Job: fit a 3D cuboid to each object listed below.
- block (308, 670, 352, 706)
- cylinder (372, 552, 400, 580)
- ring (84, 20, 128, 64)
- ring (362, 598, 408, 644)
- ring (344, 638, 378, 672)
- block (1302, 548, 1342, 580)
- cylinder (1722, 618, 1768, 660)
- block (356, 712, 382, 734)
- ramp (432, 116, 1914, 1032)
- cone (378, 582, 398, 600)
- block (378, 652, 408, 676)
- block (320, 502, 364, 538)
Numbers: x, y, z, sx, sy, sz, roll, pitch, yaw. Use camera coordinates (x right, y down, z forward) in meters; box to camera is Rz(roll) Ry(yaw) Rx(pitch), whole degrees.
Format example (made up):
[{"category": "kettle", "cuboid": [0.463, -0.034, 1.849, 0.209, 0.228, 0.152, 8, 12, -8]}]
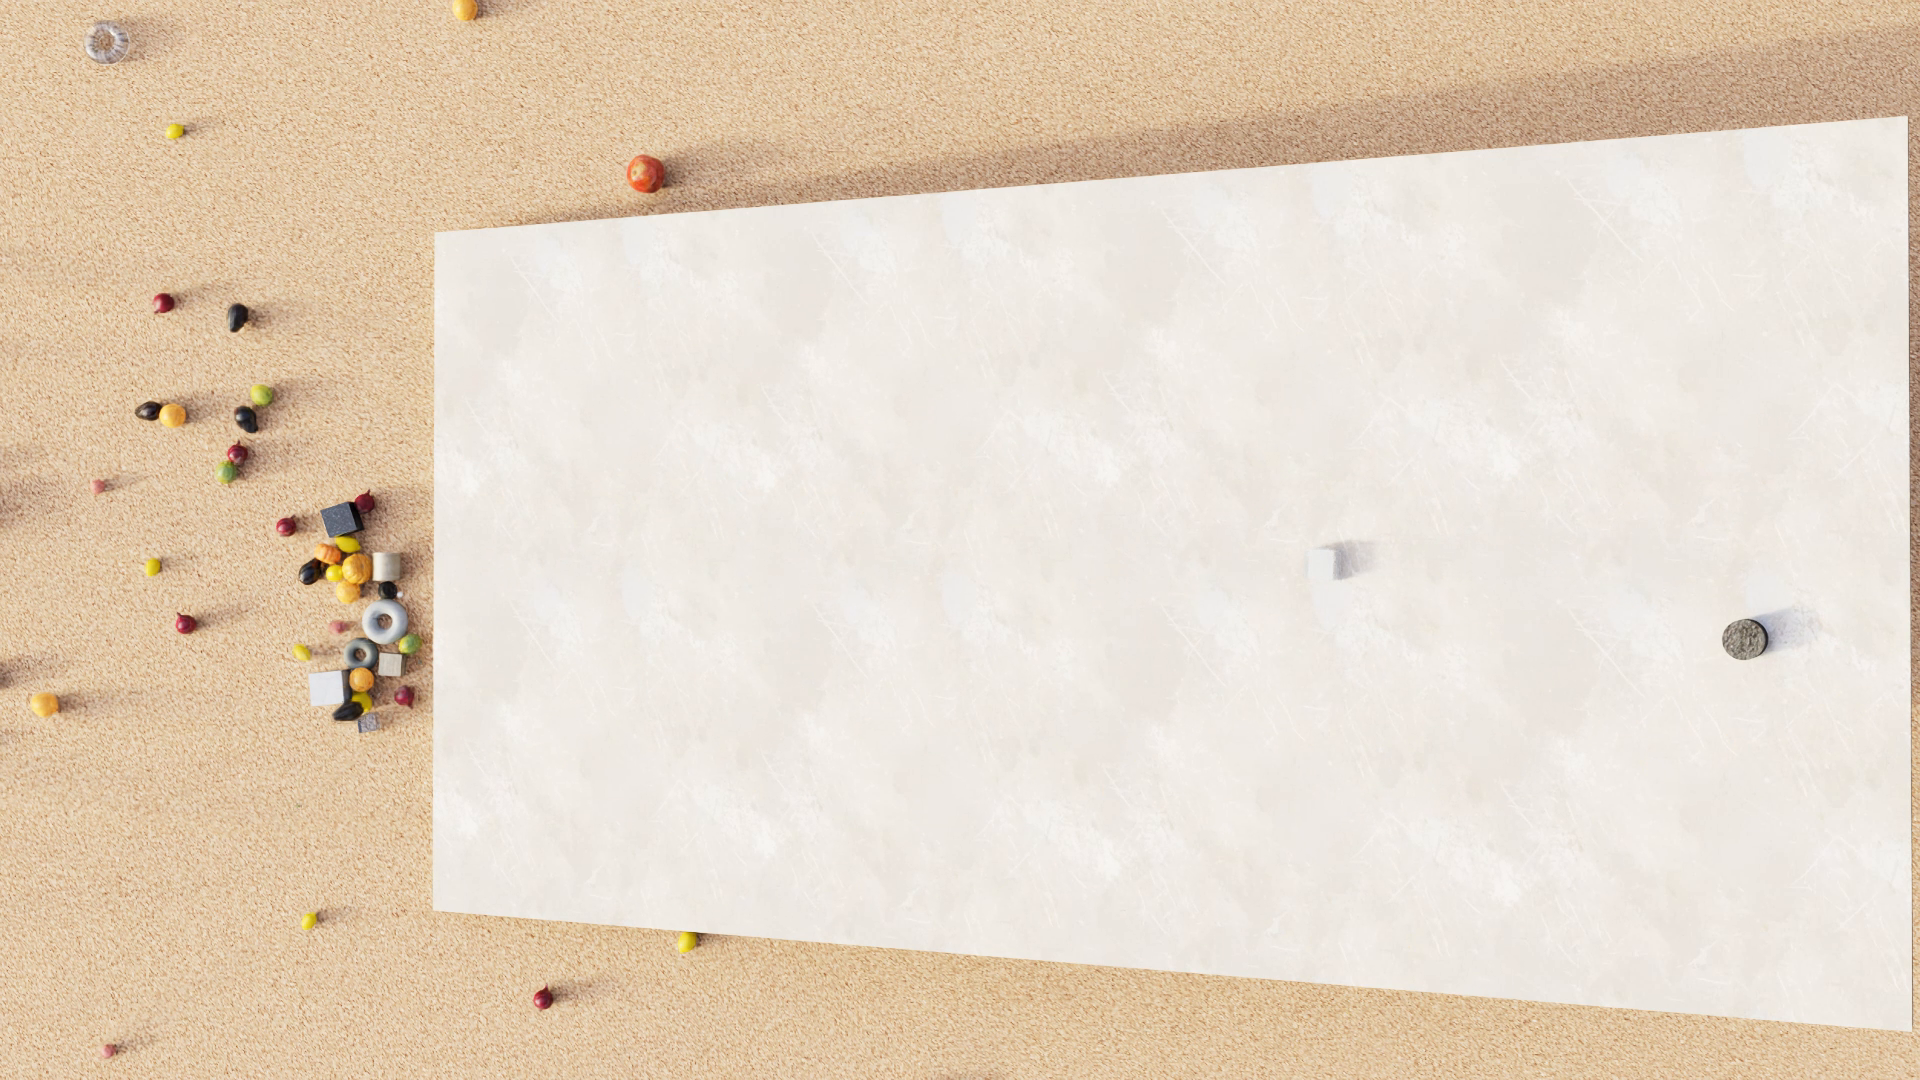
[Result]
[{"category": "block", "cuboid": [-1.868, 0.438, 6.528, 0.096, 0.096, 0.096, -5, 89, 0]}, {"category": "cylinder", "cuboid": [-1.705, 0.079, 6.540, 0.081, 0.081, 0.081, 1, 89, 0]}, {"category": "ring", "cuboid": [-2.553, -1.488, 6.576, 0.137, 0.046, 0.137, 0, 88, 1]}, {"category": "ring", "cuboid": [-1.713, 0.243, 6.556, 0.137, 0.046, 0.137, 0, 90, 1]}, {"category": "ring", "cuboid": [-1.787, 0.343, 6.560, 0.104, 0.035, 0.104, 0, 89, -1]}, {"category": "block", "cuboid": [0.877, 0.060, 5.321, 0.072, 0.072, 0.072, 4, 91, 25]}, {"category": "cylinder", "cuboid": [1.750, 0.222, 4.902, 0.090, 0.090, 0.090, 0, 89, 25]}, {"category": "block", "cuboid": [-1.760, 0.543, 6.548, 0.053, 0.053, 0.053, -10, 89, 0]}, {"category": "ramp", "cuboid": [0.282, 0.082, 5.692, 4.000, 0.100, 2.000, 0, 89, 25]}, {"category": "cone", "cuboid": [-1.713, 0.152, 6.550, 0.059, 0.059, 0.059, 0, 89, 0]}, {"category": "block", "cuboid": [-1.688, 0.370, 6.545, 0.065, 0.065, 0.065, 4, 89, 0]}, {"category": "block", "cuboid": [-1.836, -0.060, 6.539, 0.086, 0.086, 0.086, -18, 89, 0]}]
